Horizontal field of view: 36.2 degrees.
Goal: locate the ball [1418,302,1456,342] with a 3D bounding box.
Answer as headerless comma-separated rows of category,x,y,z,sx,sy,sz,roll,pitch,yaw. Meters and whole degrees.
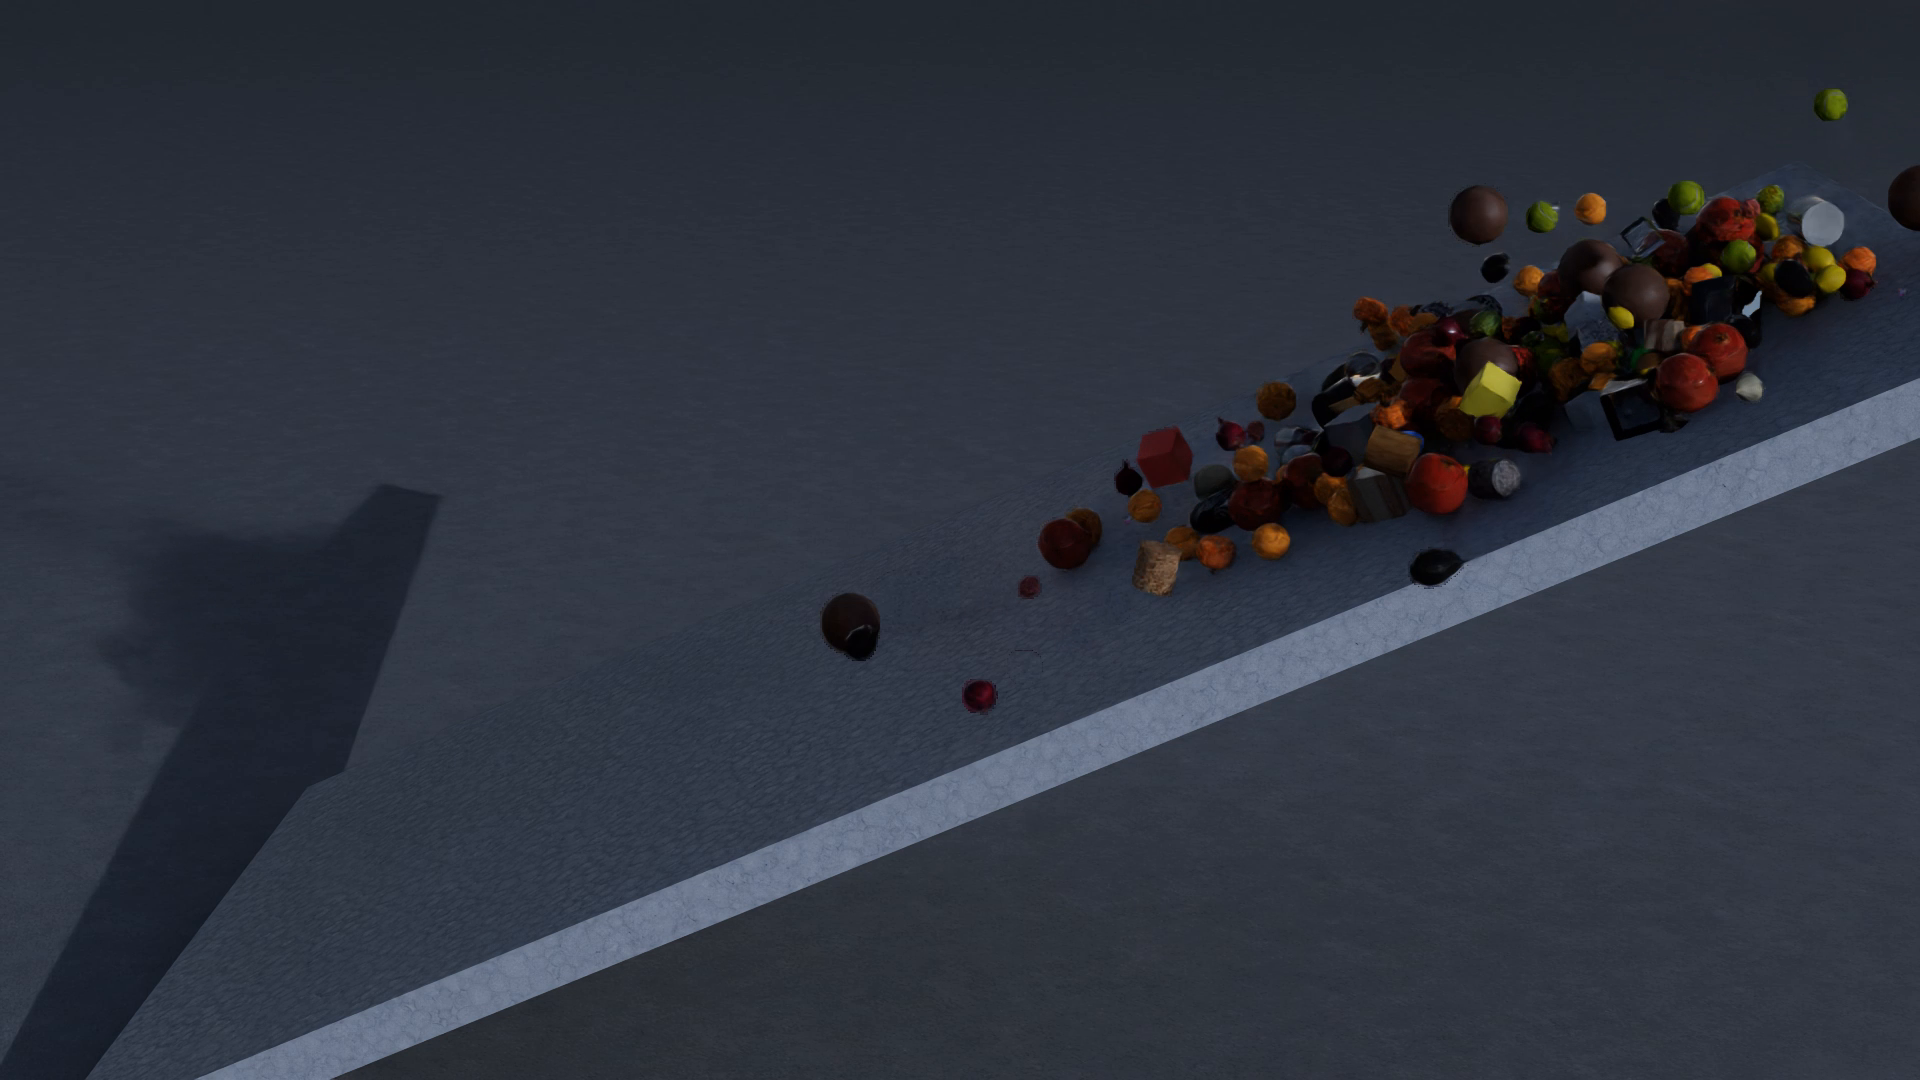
ball,1.057,-0.482,6.494,0.090,0.090,0.090,0,15,0

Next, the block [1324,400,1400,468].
block,0.836,-0.218,6.093,0.100,0.100,0.100,-34,16,-36

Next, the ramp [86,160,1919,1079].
ramp,0.132,0.170,6.284,4.000,0.100,2.000,-23,13,8

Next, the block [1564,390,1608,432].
block,1.204,-0.247,5.625,0.058,0.058,0.058,-32,15,-30

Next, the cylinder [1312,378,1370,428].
cylinder,0.836,-0.296,6.415,0.096,0.096,0.096,-32,31,-30

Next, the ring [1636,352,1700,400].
ring,1.335,-0.310,5.541,0.130,0.043,0.130,17,30,-10

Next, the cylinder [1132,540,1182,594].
cylinder,0.384,0.054,5.749,0.082,0.082,0.082,11,16,-3

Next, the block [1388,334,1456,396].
block,0.976,-0.370,6.216,0.083,0.083,0.083,42,42,21

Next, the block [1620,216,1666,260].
block,1.353,-0.599,5.825,0.056,0.056,0.056,-38,-18,20

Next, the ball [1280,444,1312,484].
ball,0.710,-0.158,6.123,0.084,0.084,0.084,0,15,0

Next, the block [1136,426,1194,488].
block,0.451,-0.181,6.464,0.086,0.086,0.086,-13,36,26

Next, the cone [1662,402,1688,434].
cone,1.298,-0.231,5.387,0.053,0.053,0.053,-28,15,8

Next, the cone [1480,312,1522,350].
cone,1.206,-0.464,6.542,0.088,0.088,0.088,5,16,9

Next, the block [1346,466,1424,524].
block,0.818,-0.098,5.660,0.091,0.091,0.091,-13,17,41

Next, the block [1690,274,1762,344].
block,1.492,-0.450,5.734,0.095,0.095,0.095,23,-23,-39

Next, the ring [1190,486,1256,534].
ring,0.547,-0.063,6.117,0.148,0.049,0.148,-26,15,7

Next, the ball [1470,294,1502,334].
ball,1.183,-0.512,6.663,0.090,0.090,0.090,0,15,0

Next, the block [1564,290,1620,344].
block,1.281,-0.445,5.962,0.075,0.075,0.075,13,50,-17

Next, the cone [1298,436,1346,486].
cone,0.737,-0.176,5.977,0.096,0.096,0.096,-3,40,3

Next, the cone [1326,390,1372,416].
cone,0.828,-0.282,6.307,0.091,0.091,0.091,7,17,21

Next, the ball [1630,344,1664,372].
ball,1.346,-0.350,5.752,0.070,0.070,0.070,0,15,0

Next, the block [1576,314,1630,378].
block,1.296,-0.389,5.908,0.080,0.080,0.080,-19,48,22

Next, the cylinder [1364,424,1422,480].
cylinder,0.819,-0.166,5.573,0.084,0.084,0.084,19,21,18

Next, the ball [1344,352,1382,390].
ball,0.868,-0.366,6.338,0.081,0.081,0.081,0,15,0

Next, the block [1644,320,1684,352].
block,1.332,-0.388,5.569,0.057,0.057,0.057,4,3,30

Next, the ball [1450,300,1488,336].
ball,1.106,-0.481,6.385,0.080,0.080,0.080,0,15,0

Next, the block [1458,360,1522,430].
block,1.013,-0.276,5.621,0.077,0.077,0.077,33,43,-1

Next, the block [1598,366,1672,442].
block,1.258,-0.254,5.472,0.093,0.093,0.093,-17,15,30

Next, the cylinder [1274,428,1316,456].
cylinder,0.723,-0.209,6.341,0.067,0.067,0.067,-8,4,-27

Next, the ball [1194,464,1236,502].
ball,0.542,-0.118,6.260,0.090,0.090,0.090,0,15,0

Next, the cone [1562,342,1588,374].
cone,1.261,-0.363,6.050,0.067,0.067,0.067,20,46,-22

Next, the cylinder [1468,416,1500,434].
cylinder,1.042,-0.248,5.858,0.055,0.055,0.055,-13,-18,-4

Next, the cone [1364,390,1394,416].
cone,0.905,-0.276,6.348,0.080,0.080,0.080,21,24,34

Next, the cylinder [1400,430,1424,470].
cylinder,0.869,-0.173,5.717,0.059,0.059,0.059,4,37,-3

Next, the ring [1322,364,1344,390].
ring,0.870,-0.365,6.563,0.139,0.046,0.139,-32,-11,-7
